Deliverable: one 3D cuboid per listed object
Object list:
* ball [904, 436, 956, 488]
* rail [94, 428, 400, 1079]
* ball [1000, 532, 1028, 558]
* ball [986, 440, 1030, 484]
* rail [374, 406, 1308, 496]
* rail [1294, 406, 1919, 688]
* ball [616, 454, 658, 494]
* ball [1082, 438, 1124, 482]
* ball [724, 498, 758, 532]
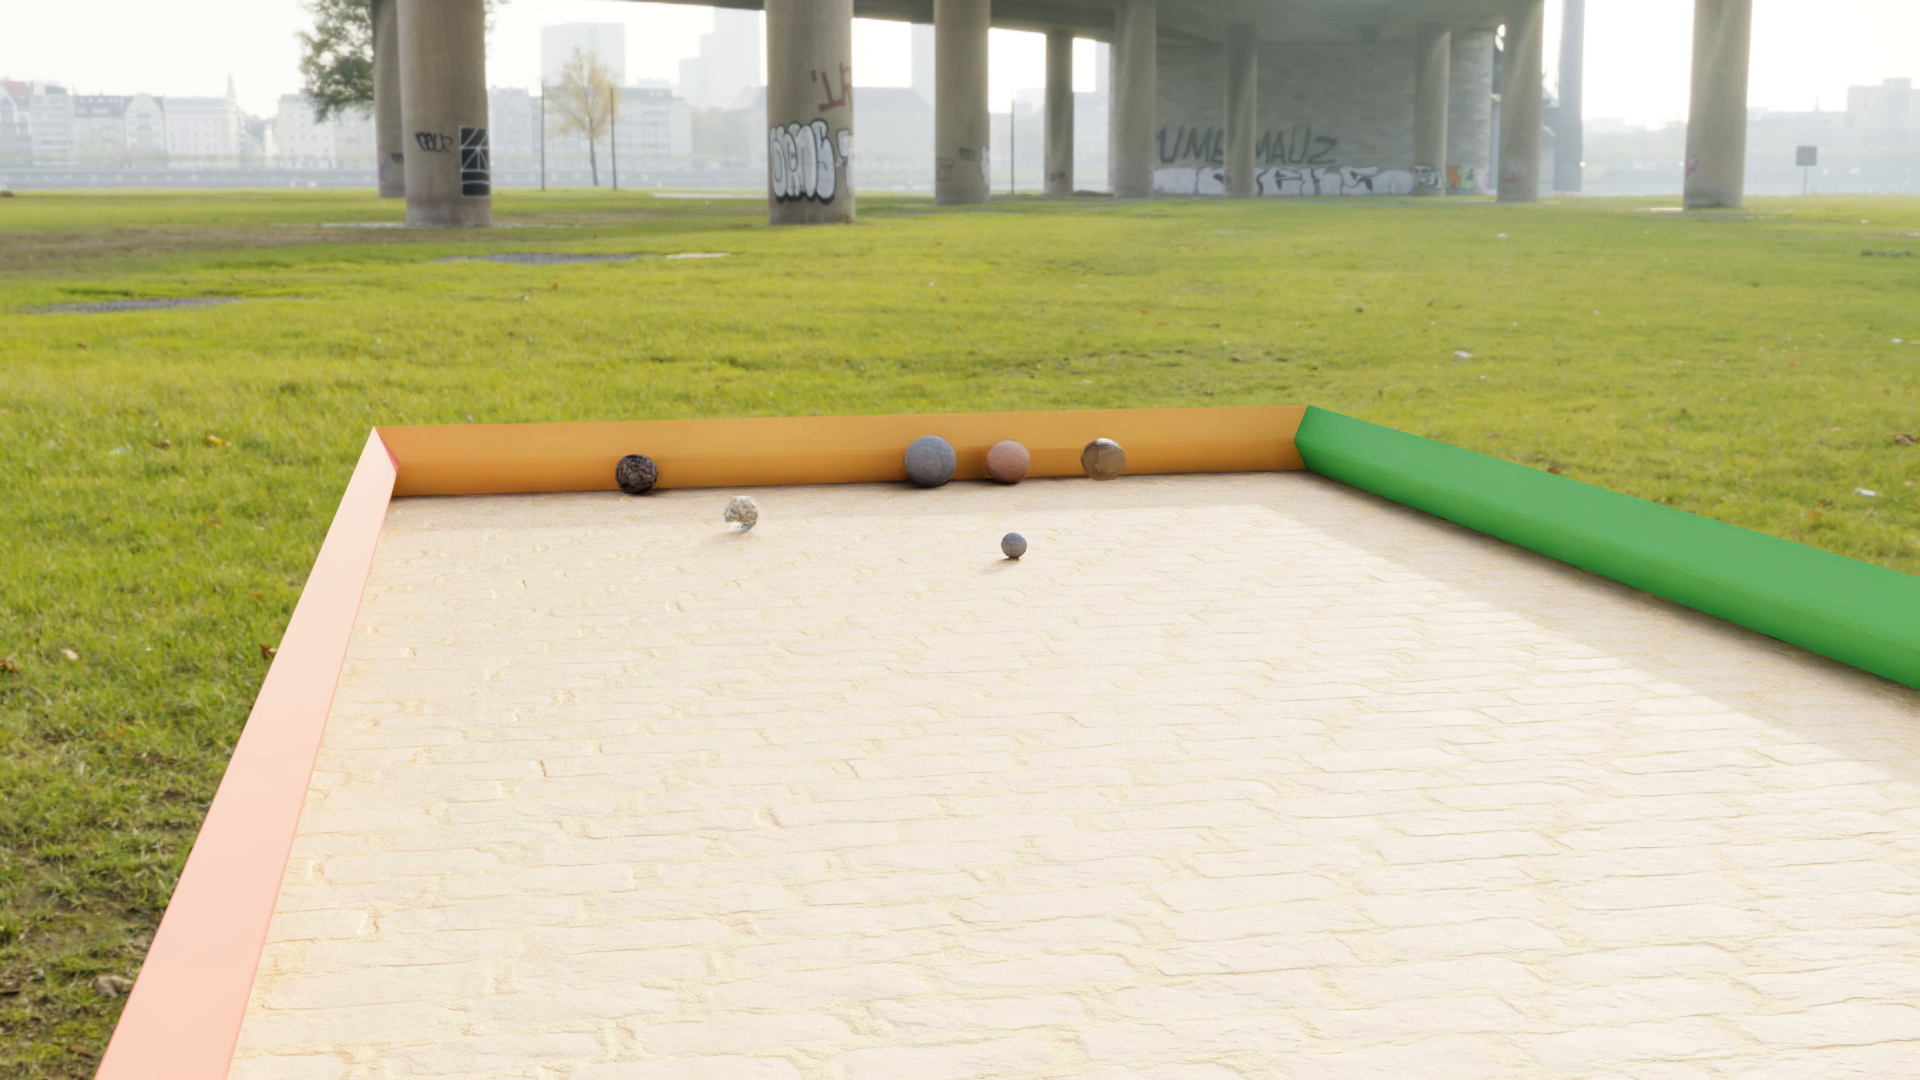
[{"bbox_3d":[-0.057,-0.146,4.074,0.096,0.096,0.096,0,10,0],"label":"ball"},{"bbox_3d":[-0.661,0.143,2.256,0.045,0.124,3.535,-2,10,-12],"label":"rail"},{"bbox_3d":[0.082,0.008,3.327,0.040,0.040,0.040,0,10,0],"label":"ball"},{"bbox_3d":[0.090,-0.146,4.117,0.082,0.082,0.082,0,10,0],"label":"ball"},{"bbox_3d":[-0.180,-0.168,4.116,1.778,0.124,0.045,-2,10,-12],"label":"rail"},{"bbox_3d":[1.031,0.083,2.614,0.045,0.124,3.535,-2,10,-12],"label":"rail"},{"bbox_3d":[-0.584,-0.119,3.983,0.074,0.074,0.074,0,10,0],"label":"ball"},{"bbox_3d":[0.270,-0.152,4.156,0.081,0.081,0.081,0,10,0],"label":"ball"},{"bbox_3d":[-0.356,-0.041,3.568,0.056,0.056,0.056,0,10,0],"label":"ball"}]
